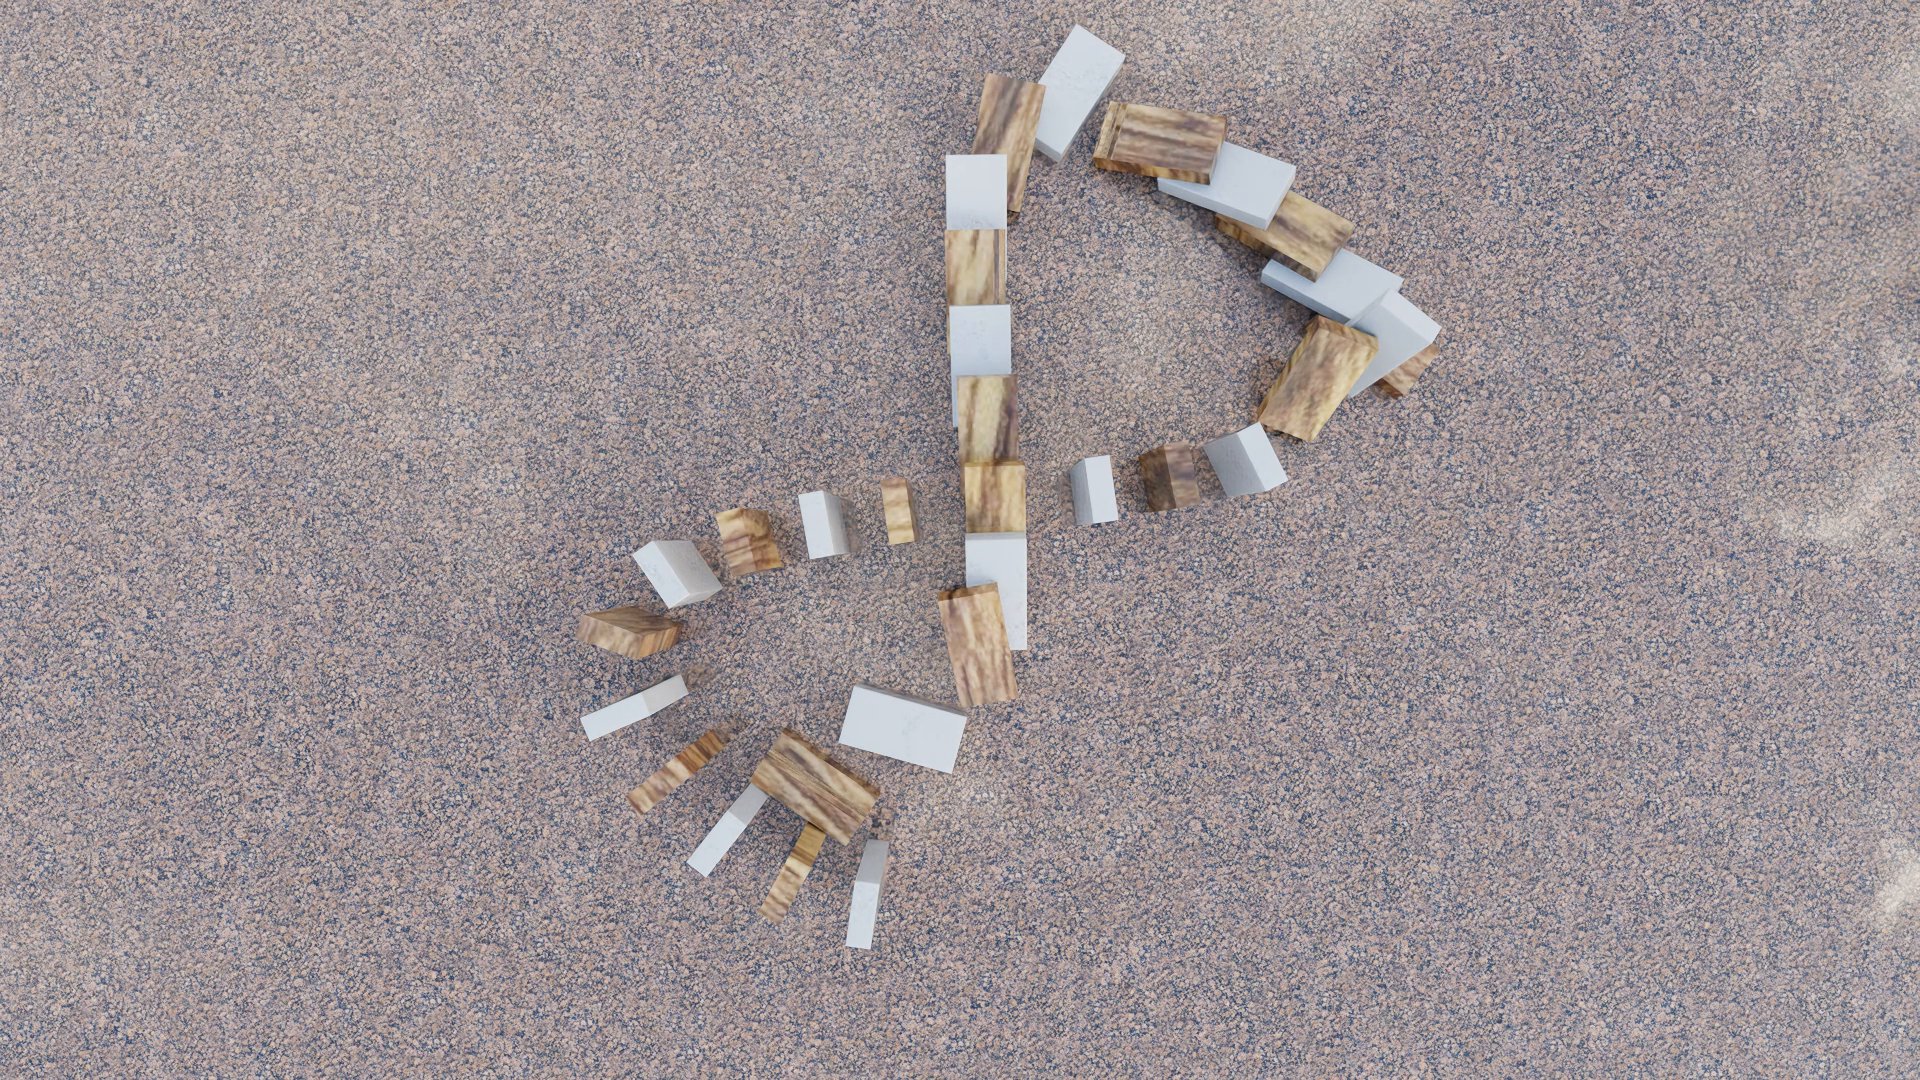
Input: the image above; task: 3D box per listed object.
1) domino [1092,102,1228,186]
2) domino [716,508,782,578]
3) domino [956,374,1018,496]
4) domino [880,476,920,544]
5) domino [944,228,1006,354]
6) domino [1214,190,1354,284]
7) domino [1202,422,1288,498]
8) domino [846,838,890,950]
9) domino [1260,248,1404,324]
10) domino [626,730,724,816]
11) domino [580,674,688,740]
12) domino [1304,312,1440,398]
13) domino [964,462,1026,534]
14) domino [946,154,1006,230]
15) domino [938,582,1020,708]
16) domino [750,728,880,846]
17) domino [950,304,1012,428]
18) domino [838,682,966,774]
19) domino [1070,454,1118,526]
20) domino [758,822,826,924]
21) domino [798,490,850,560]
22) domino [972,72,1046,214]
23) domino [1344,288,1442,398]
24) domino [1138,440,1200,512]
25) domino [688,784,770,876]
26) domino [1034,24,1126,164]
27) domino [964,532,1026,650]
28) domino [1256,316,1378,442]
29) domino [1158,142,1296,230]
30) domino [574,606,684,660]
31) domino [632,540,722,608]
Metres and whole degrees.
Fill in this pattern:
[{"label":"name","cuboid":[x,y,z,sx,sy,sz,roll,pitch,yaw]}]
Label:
[{"label":"domino","cuboid":[0.084,-0.168,0.388,0.050,0.010,0.025,17,89,18]},{"label":"domino","cuboid":[-0.086,0.001,0.375,0.009,0.050,0.025,-15,90,0]},{"label":"domino","cuboid":[0.012,-0.044,0.387,0.025,0.010,0.050,-2,109,0]},{"label":"domino","cuboid":[-0.024,-0.011,0.375,0.009,0.050,0.025,-9,90,0]},{"label":"domino","cuboid":[0.007,-0.105,0.388,0.025,0.009,0.050,-1,108,0]},{"label":"domino","cuboid":[0.136,-0.133,0.388,0.050,0.009,0.025,38,90,19]},{"label":"domino","cuboid":[0.116,-0.032,0.375,0.010,0.050,0.025,-26,90,0]},{"label":"domino","cuboid":[-0.037,0.143,0.375,0.010,0.050,0.025,8,90,0]},{"label":"domino","cuboid":[0.156,-0.110,0.387,0.050,0.009,0.025,36,89,19]},{"label":"domino","cuboid":[-0.115,0.094,0.375,0.025,0.050,0.009,-39,90,0]},{"label":"domino","cuboid":[-0.132,0.068,0.375,0.025,0.050,0.010,-23,90,0]},{"label":"domino","cuboid":[0.178,-0.087,0.395,0.050,0.010,0.025,38,90,0]},{"label":"domino","cuboid":[0.015,-0.008,0.389,0.025,0.009,0.050,-2,106,0]},{"label":"domino","cuboid":[0.007,-0.136,0.388,0.025,0.009,0.050,-1,108,0]},{"label":"domino","cuboid":[0.008,0.044,0.385,0.025,0.010,0.050,-11,109,3]},{"label":"domino","cuboid":[-0.062,0.106,0.395,0.050,0.009,0.025,34,90,0]},{"label":"domino","cuboid":[0.009,-0.074,0.388,0.025,0.009,0.050,-2,108,0]},{"label":"domino","cuboid":[-0.024,0.081,0.395,0.050,0.010,0.025,15,90,0]},{"label":"domino","cuboid":[0.054,-0.019,0.375,0.010,0.050,0.025,-8,90,0]},{"label":"domino","cuboid":[-0.067,0.134,0.375,0.009,0.050,0.025,29,90,0]},{"label":"domino","cuboid":[-0.055,-0.006,0.375,0.010,0.050,0.025,-10,90,0]},{"label":"domino","cuboid":[0.019,-0.167,0.388,0.025,0.009,0.050,12,108,0]},{"label":"domino","cuboid":[0.168,-0.080,0.375,0.025,0.050,0.010,38,70,0]},{"label":"domino","cuboid":[0.085,-0.025,0.375,0.010,0.050,0.025,-12,90,0]},{"label":"domino","cuboid":[-0.093,0.116,0.375,0.009,0.050,0.025,38,90,0]},{"label":"domino","cuboid":[0.046,-0.192,0.395,0.025,0.009,0.050,33,90,0]},{"label":"domino","cuboid":[0.015,0.022,0.387,0.025,0.010,0.050,-2,109,0]},{"label":"domino","cuboid":[0.147,-0.066,0.379,0.025,0.050,0.010,21,47,0]},{"label":"domino","cuboid":[0.112,-0.153,0.388,0.050,0.010,0.025,29,90,19]},{"label":"domino","cuboid":[-0.134,0.037,0.375,0.025,0.050,0.010,20,90,0]},{"label":"domino","cuboid":[-0.114,0.013,0.375,0.009,0.050,0.025,-35,90,0]}]
